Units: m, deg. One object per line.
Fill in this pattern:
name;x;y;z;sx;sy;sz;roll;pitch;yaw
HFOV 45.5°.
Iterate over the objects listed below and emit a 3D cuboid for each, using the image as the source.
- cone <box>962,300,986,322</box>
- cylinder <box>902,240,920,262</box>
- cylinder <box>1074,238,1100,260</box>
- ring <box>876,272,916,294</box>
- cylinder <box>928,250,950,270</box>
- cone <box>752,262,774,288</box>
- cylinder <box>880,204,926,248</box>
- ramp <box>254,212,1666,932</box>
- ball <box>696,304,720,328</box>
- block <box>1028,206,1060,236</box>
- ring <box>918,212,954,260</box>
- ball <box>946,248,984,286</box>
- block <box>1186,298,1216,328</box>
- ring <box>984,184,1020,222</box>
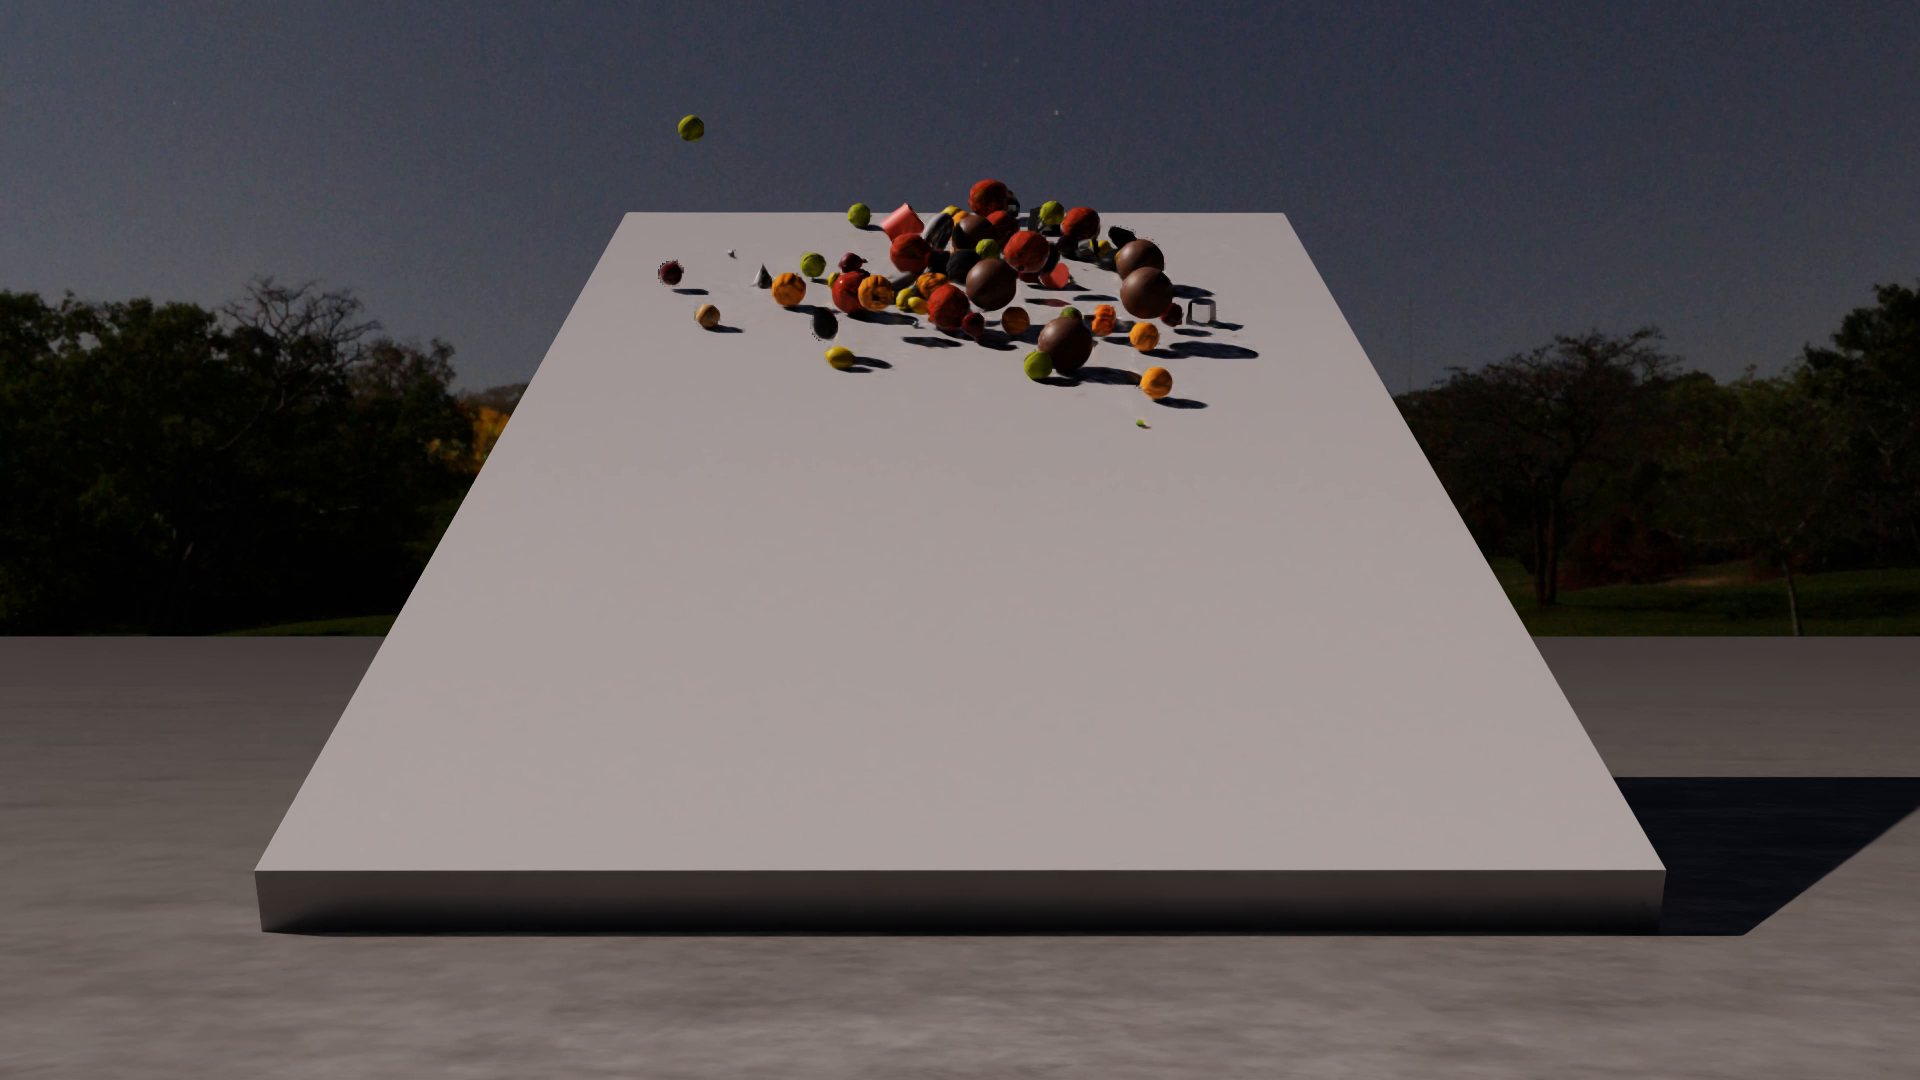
cone;0.042;-0.591;5.847;0.054;0.054;0.054;-17;5;-22
cylinder;-0.130;-0.813;6.425;0.052;0.052;0.052;-1;21;24
cylinder;0.355;-0.818;6.414;0.054;0.054;0.054;-8;-5;27
ring;-0.171;-0.685;6.096;0.109;0.036;0.109;-17;13;4
cylinder;-0.058;-0.773;6.322;0.053;0.053;0.053;9;-1;10
cone;-0.531;-0.717;6.165;0.063;0.063;0.063;0;21;0
cylinder;-0.161;-0.885;6.452;0.093;0.093;0.093;-36;-9;9
ramp;-0.006;-0.218;5.120;2.000;0.100;4.000;0;21;0
ball;-0.636;-0.566;5.785;0.060;0.060;0.060;0;-2;0
block;0.249;-0.938;6.726;0.066;0.066;0.066;-13;25;-30
ring;-0.066;-0.847;6.387;0.048;0.145;0.145;29;5;13
ball;0.014;-0.691;5.804;0.096;0.096;0.096;0;-2;0
block;0.616;-0.580;5.832;0.056;0.056;0.056;11;24;26
ring;0.127;-1.012;6.858;0.126;0.126;0.042;2;-27;-44
